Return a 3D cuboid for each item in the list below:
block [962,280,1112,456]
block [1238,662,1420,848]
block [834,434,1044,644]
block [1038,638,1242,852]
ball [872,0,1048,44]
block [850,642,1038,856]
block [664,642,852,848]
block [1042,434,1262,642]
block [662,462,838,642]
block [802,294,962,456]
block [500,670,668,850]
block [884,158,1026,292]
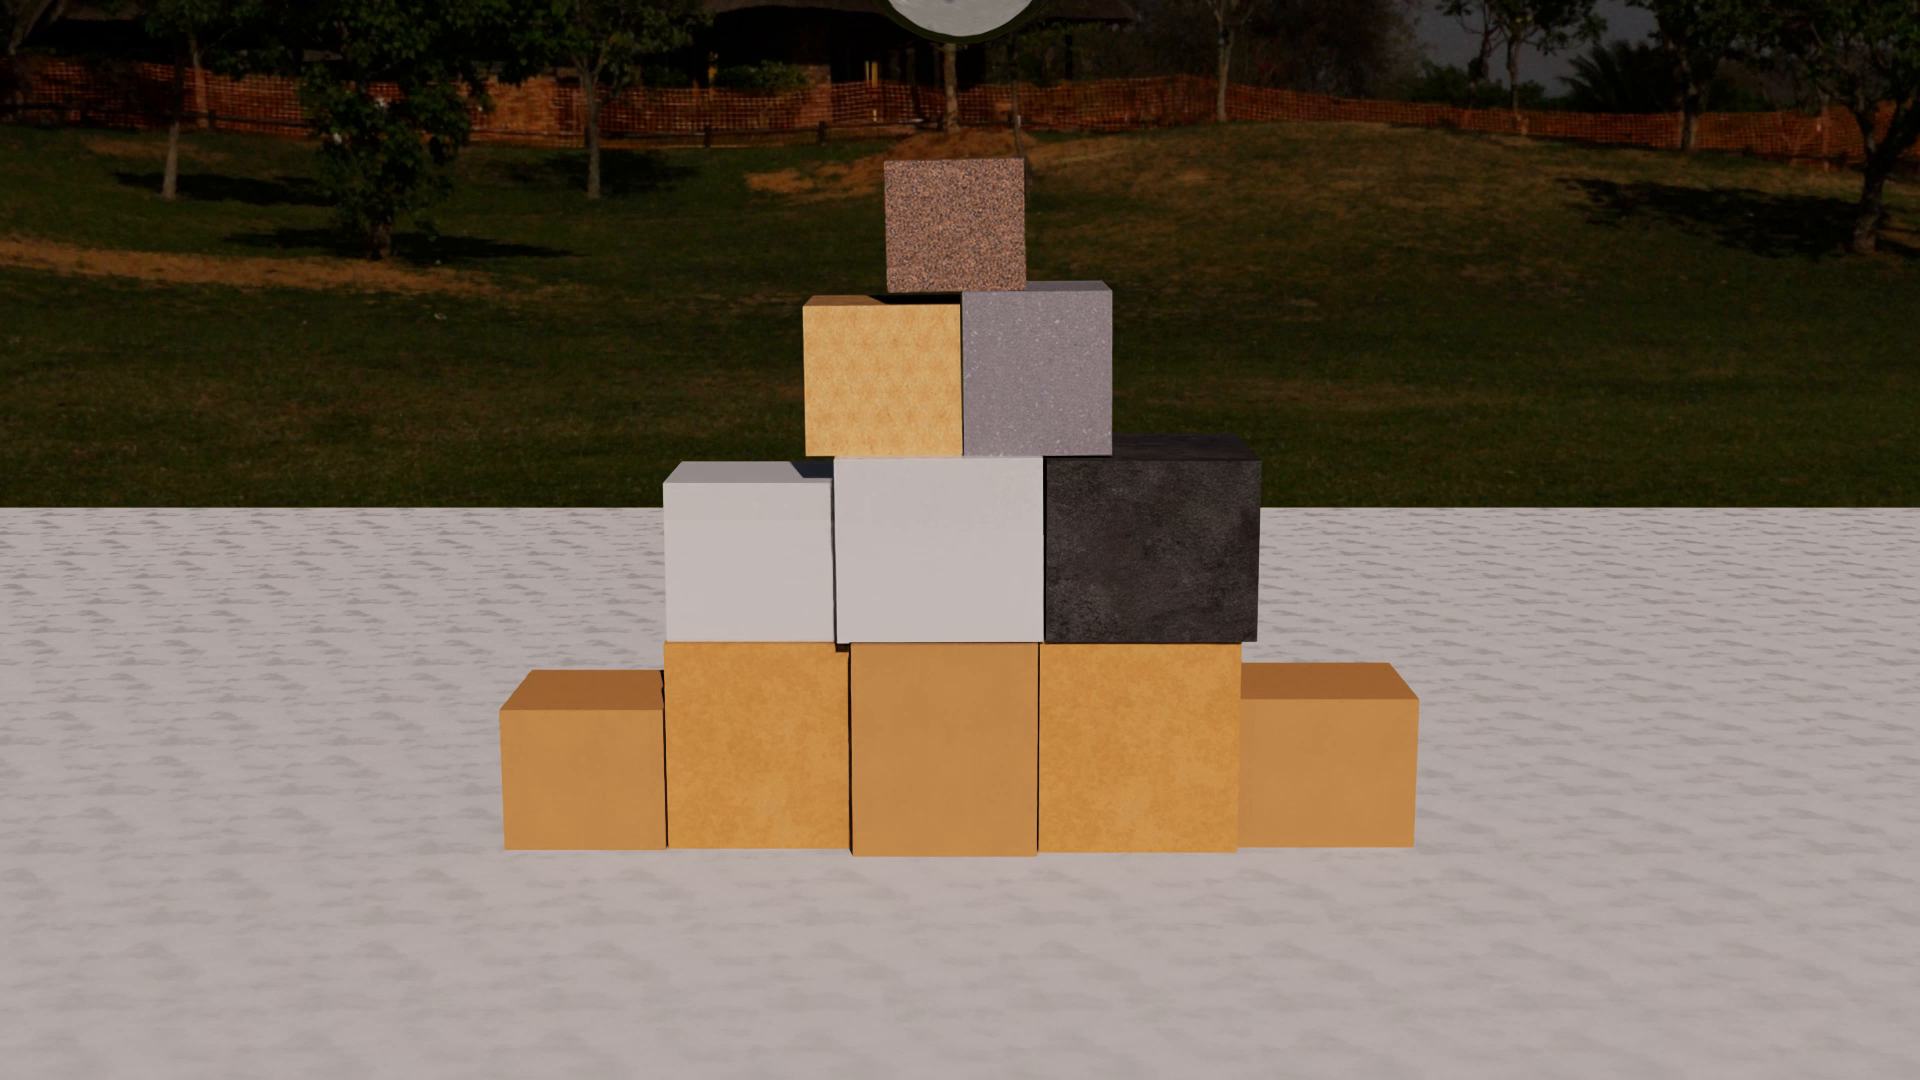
[{"bbox_3d":[0.375,-0.873,11.015,0.721,0.795,0.792,-1,10,0],"label":"block"},{"bbox_3d":[1.837,1.099,11.376,0.890,0.768,0.782,0,10,0],"label":"block"},{"bbox_3d":[-0.100,-0.029,11.156,1.010,0.907,0.956,0,10,0],"label":"block"},{"bbox_3d":[0.887,0.946,11.337,0.990,1.083,0.925,0,10,0],"label":"block"},{"bbox_3d":[0.000,-4.342,15.630,1.600,1.600,1.600,0,10,0],"label":"ball"},{"bbox_3d":[-0.076,0.946,11.350,0.915,1.076,1.070,0,10,0],"label":"block"},{"bbox_3d":[-1.003,0.956,11.364,0.921,1.053,0.848,0,10,0],"label":"block"},{"bbox_3d":[0.937,-0.031,11.179,1.035,0.894,1.006,0,10,0],"label":"block"},{"bbox_3d":[-1.032,0.046,11.203,0.845,0.795,0.739,0,10,0],"label":"block"},{"bbox_3d":[-0.373,-0.839,11.047,0.765,0.731,0.748,0,10,0],"label":"block"},{"bbox_3d":[-1.878,1.122,11.373,0.808,0.723,0.847,0,10,0],"label":"block"},{"bbox_3d":[-0.022,-1.566,10.880,0.668,0.626,0.643,-1,10,0],"label":"block"}]
